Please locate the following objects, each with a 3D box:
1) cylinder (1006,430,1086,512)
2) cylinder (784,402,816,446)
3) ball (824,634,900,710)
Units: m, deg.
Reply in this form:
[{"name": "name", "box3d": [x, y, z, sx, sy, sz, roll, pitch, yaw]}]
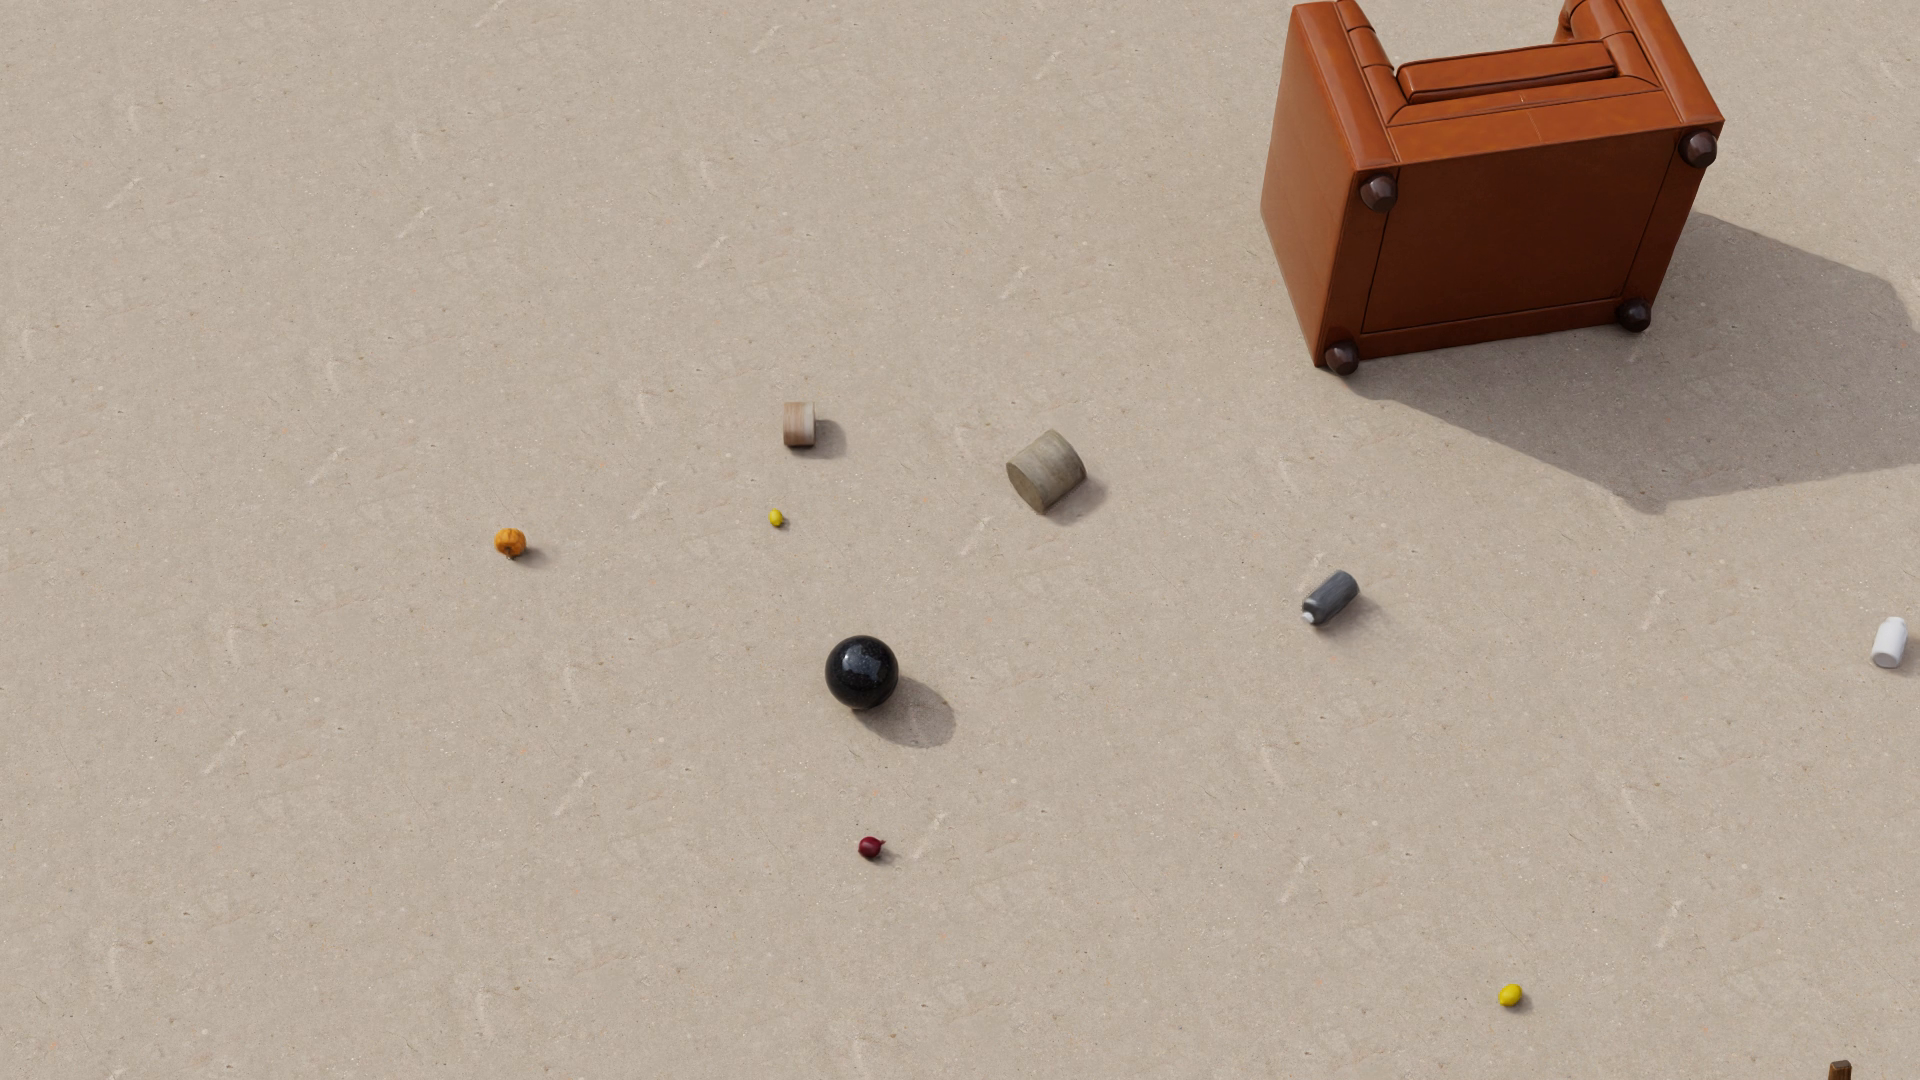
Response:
[{"name": "cylinder", "box3d": [0.259, -0.209, 6.627, 0.180, 0.122, 0.186, -38, 97, -22]}, {"name": "cylinder", "box3d": [-0.493, -0.358, 6.759, 0.094, 0.092, 0.147, -1, 60, -1]}, {"name": "ball", "box3d": [-0.276, 0.372, 6.197, 0.212, 0.212, 0.212, 0, 56, 0]}]
